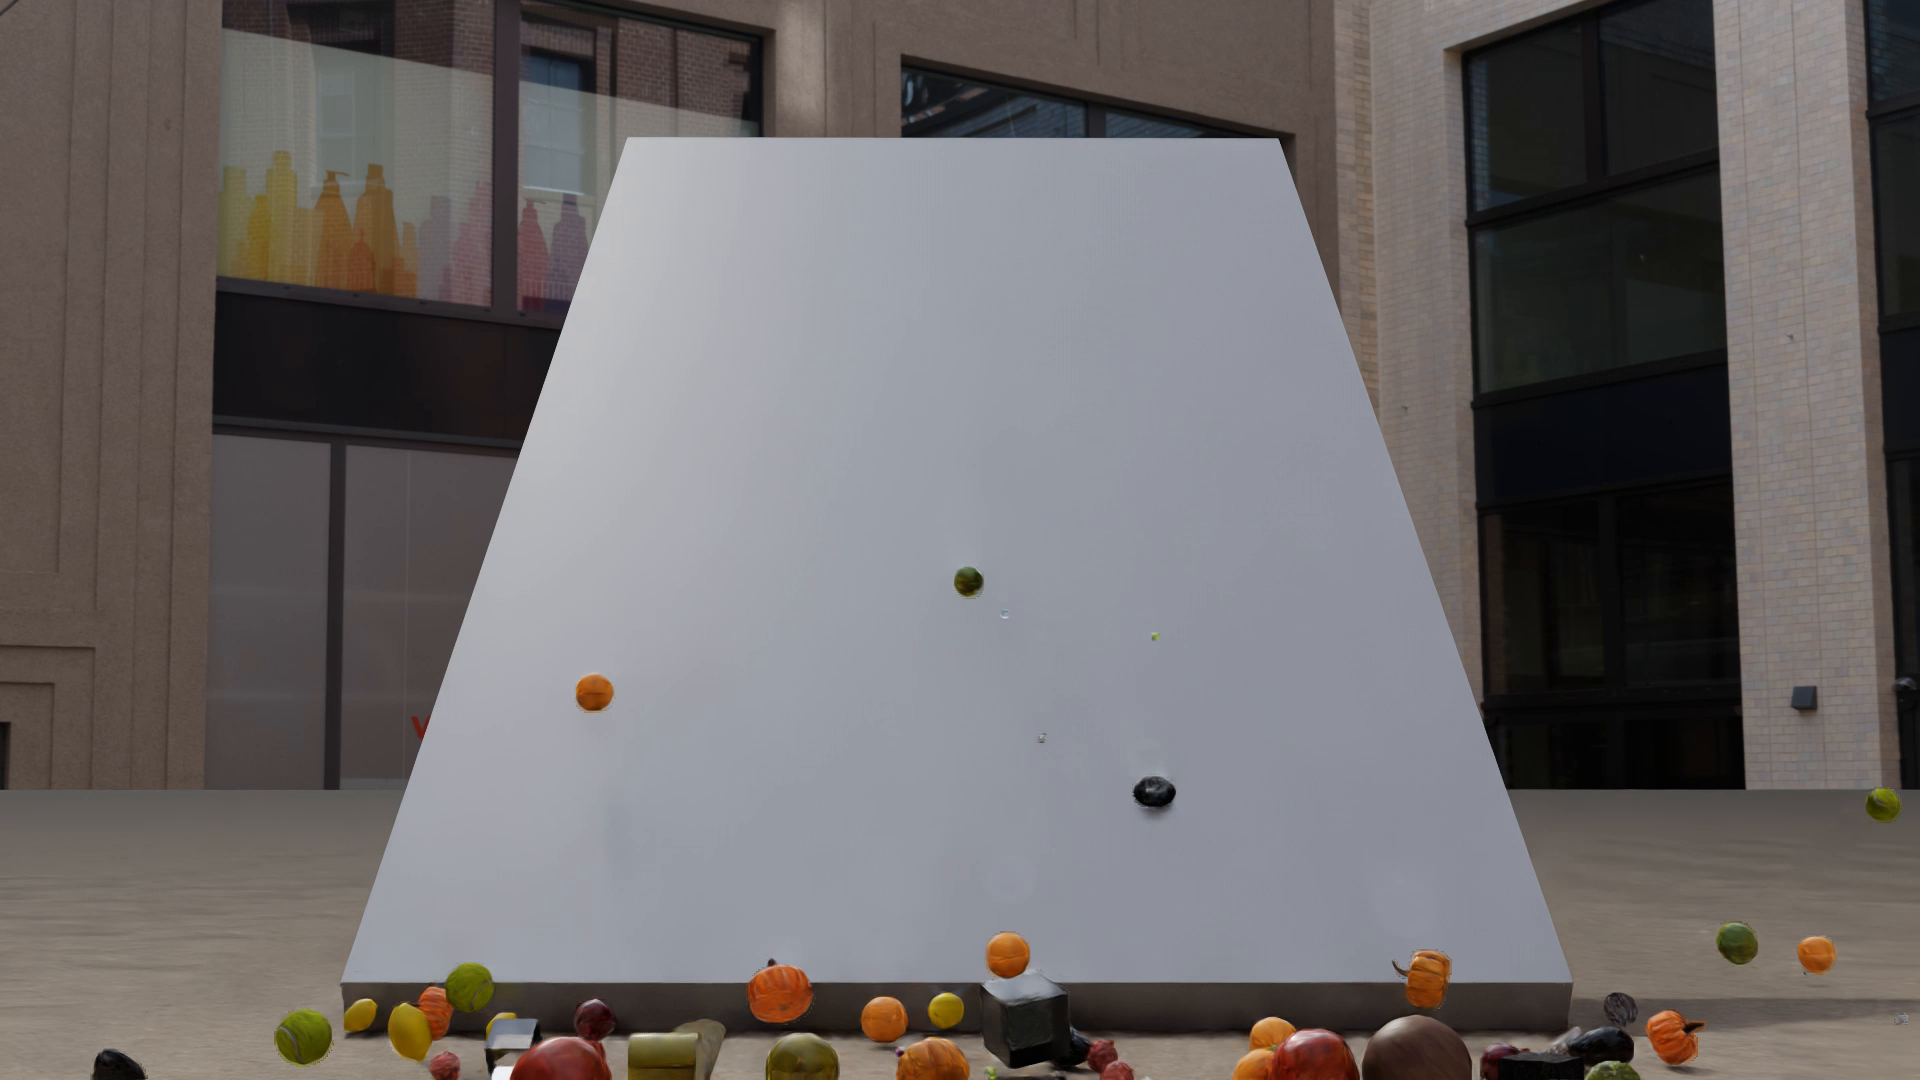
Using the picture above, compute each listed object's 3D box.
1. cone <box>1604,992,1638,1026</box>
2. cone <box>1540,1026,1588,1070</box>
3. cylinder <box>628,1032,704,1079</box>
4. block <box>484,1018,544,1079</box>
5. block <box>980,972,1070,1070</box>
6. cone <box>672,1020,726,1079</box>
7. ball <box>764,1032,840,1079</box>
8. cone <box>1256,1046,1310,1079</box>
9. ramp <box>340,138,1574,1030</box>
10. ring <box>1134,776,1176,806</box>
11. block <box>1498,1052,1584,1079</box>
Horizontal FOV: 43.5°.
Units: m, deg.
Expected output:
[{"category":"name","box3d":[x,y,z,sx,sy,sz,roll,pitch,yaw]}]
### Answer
[{"category":"cone","box3d":[1.106,0.799,4.055,0.057,0.057,0.057,0,-26,-3]},{"category":"cone","box3d":[0.847,0.722,3.395,0.064,0.064,0.064,-10,-7,6]},{"category":"cylinder","box3d":[-0.374,0.671,3.063,0.085,0.085,0.085,-2,-6,1]},{"category":"block","box3d":[-0.605,0.693,3.267,0.061,0.061,0.061,0,31,3]},{"category":"block","box3d":[0.090,0.665,3.334,0.091,0.091,0.091,-9,13,-23]},{"category":"cone","box3d":[-0.345,0.697,3.204,0.082,0.082,0.082,-10,-40,-9]},{"category":"ball","box3d":[-0.197,0.662,3.003,0.094,0.094,0.094,0,-6,0]},{"category":"cone","box3d":[0.394,0.699,3.075,0.077,0.077,0.077,-28,12,-34]},{"category":"ramp","box3d":[-0.012,-0.215,5.668,2.000,0.100,4.000,0,29,0]},{"category":"ring","box3d":[0.351,0.454,4.346,0.077,0.026,0.077,-1,30,1]},{"category":"block","box3d":[0.696,0.659,2.879,0.076,0.076,0.076,-4,-7,35]}]
